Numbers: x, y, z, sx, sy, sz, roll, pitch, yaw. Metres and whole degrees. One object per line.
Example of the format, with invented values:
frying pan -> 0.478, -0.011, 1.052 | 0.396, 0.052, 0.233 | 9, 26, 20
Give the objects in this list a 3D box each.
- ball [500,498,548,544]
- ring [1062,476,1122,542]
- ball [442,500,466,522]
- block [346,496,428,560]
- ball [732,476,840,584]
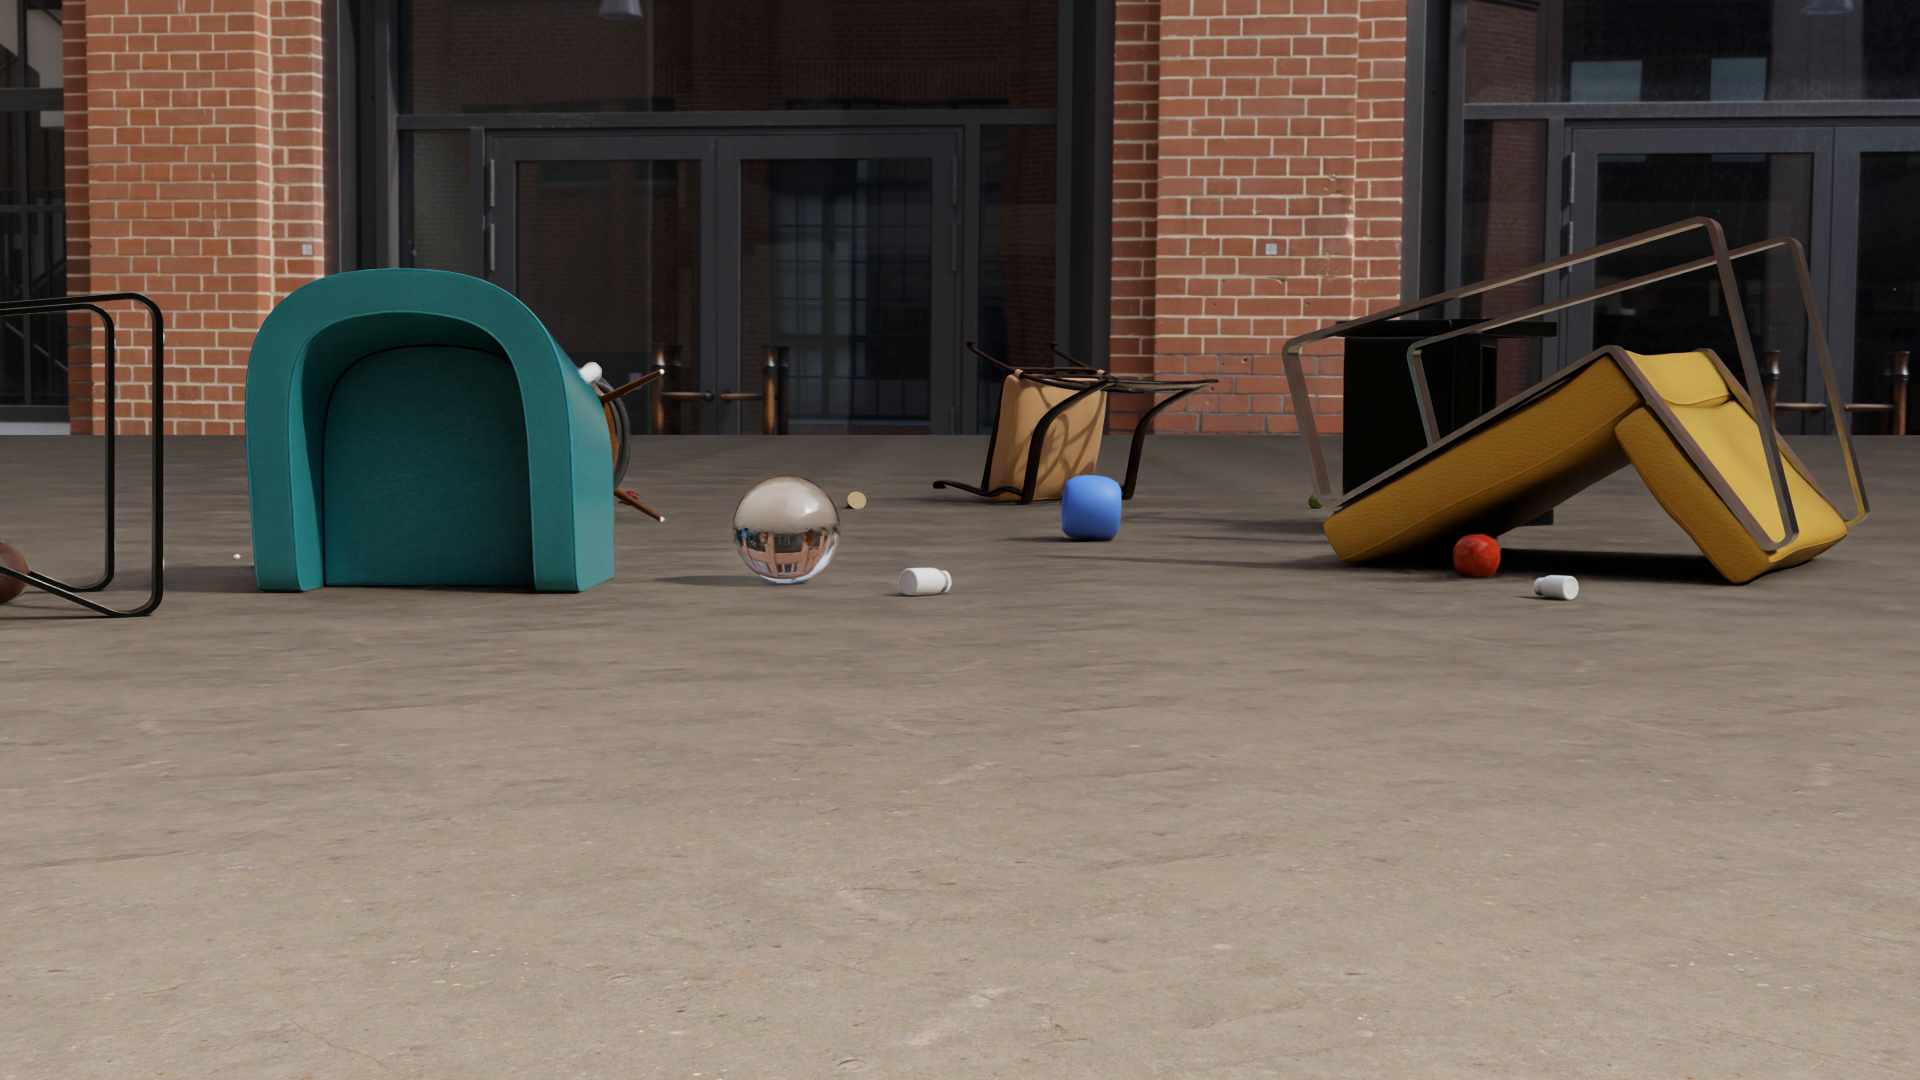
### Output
ball -> -1.260, -0.055, 6.356 | 0.137, 0.137, 0.137 | 0, 4, 0
ring -> 0.389, -0.093, 6.522 | 0.161, 0.198, 0.221 | 4, -13, -3
ball -> -1.701, -0.098, 7.398 | 0.079, 0.079, 0.079 | 0, 4, 0
block -> -1.537, -0.035, 5.918 | 0.204, 0.155, 0.216 | -1, 4, -13
ball -> -0.401, -0.024, 5.078 | 0.250, 0.250, 0.250 | 0, 4, 0
